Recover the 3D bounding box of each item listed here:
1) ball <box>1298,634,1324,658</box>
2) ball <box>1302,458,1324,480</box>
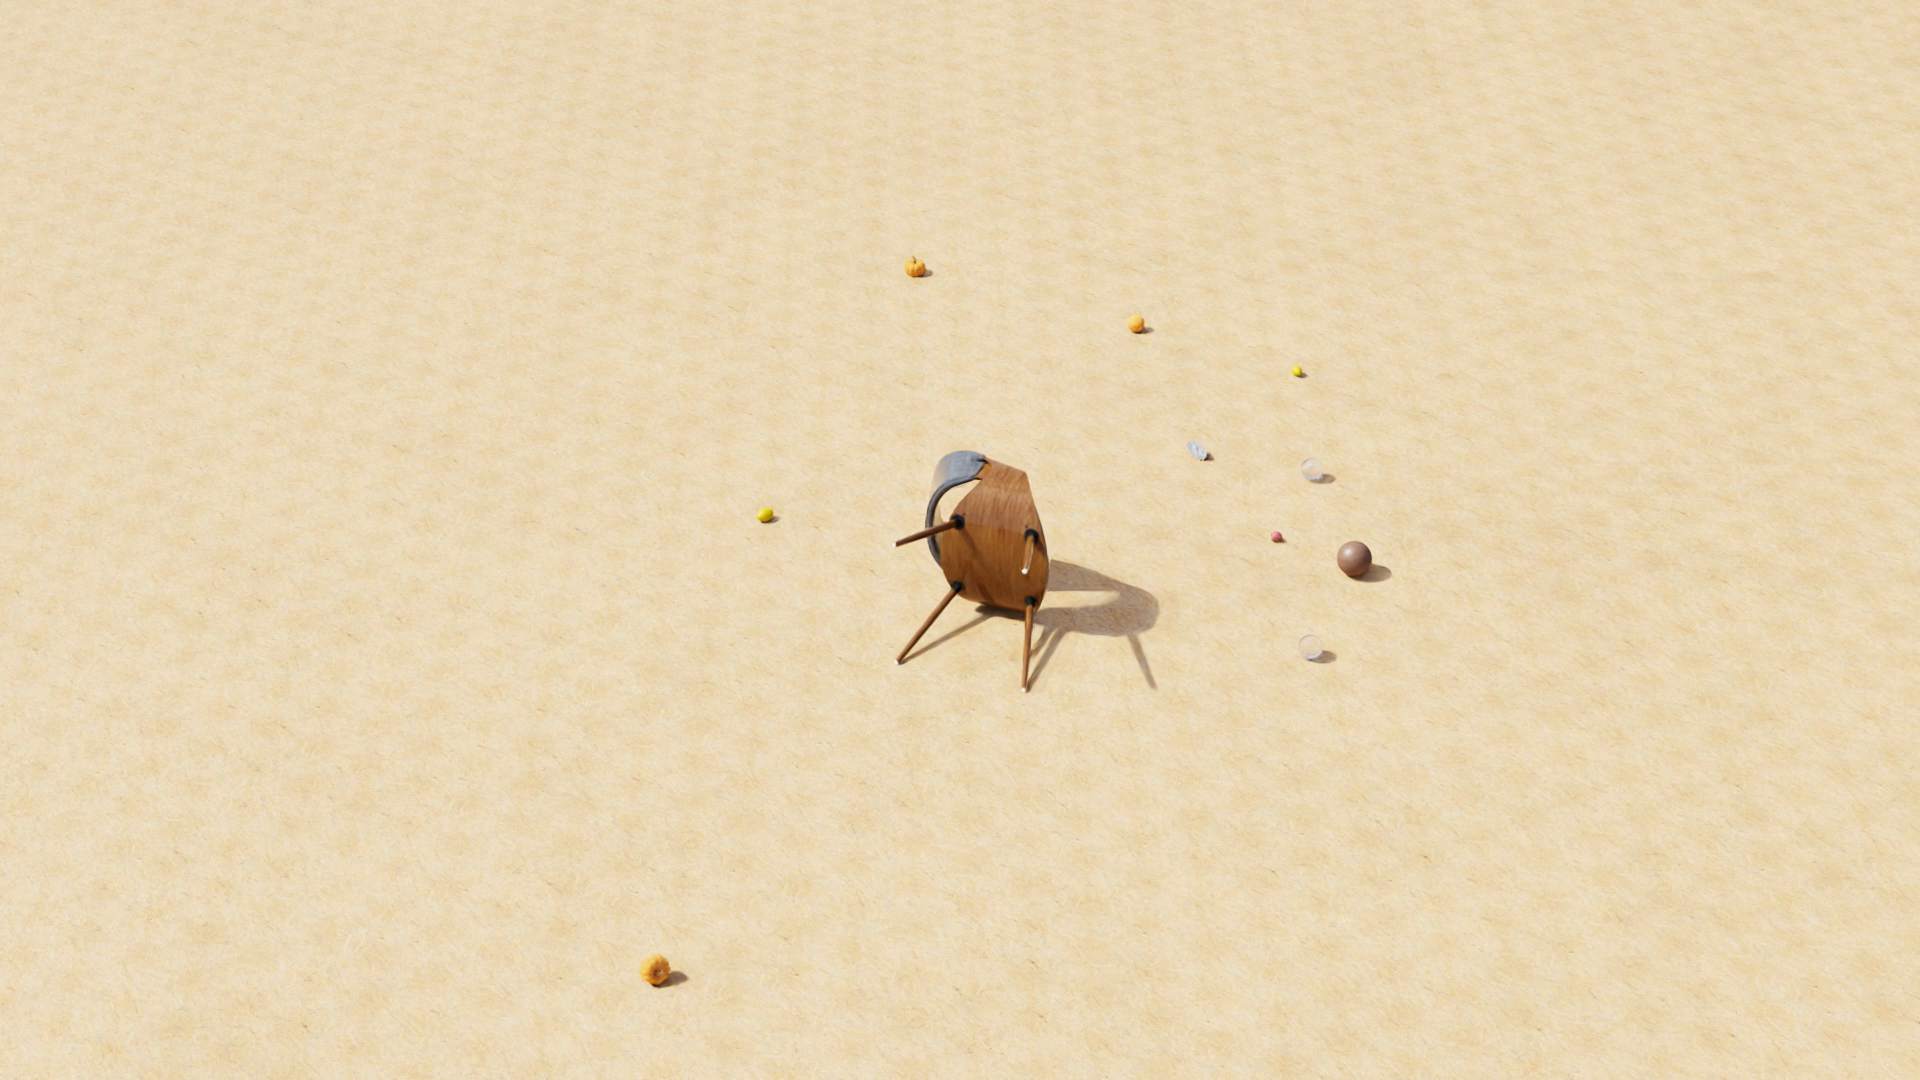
[{"bbox_3d":[1.232,0.374,10.297,0.087,0.087,0.087,0,33,0],"label":"ball"},{"bbox_3d":[1.355,-0.273,11.282,0.085,0.085,0.085,0,33,0],"label":"ball"}]
